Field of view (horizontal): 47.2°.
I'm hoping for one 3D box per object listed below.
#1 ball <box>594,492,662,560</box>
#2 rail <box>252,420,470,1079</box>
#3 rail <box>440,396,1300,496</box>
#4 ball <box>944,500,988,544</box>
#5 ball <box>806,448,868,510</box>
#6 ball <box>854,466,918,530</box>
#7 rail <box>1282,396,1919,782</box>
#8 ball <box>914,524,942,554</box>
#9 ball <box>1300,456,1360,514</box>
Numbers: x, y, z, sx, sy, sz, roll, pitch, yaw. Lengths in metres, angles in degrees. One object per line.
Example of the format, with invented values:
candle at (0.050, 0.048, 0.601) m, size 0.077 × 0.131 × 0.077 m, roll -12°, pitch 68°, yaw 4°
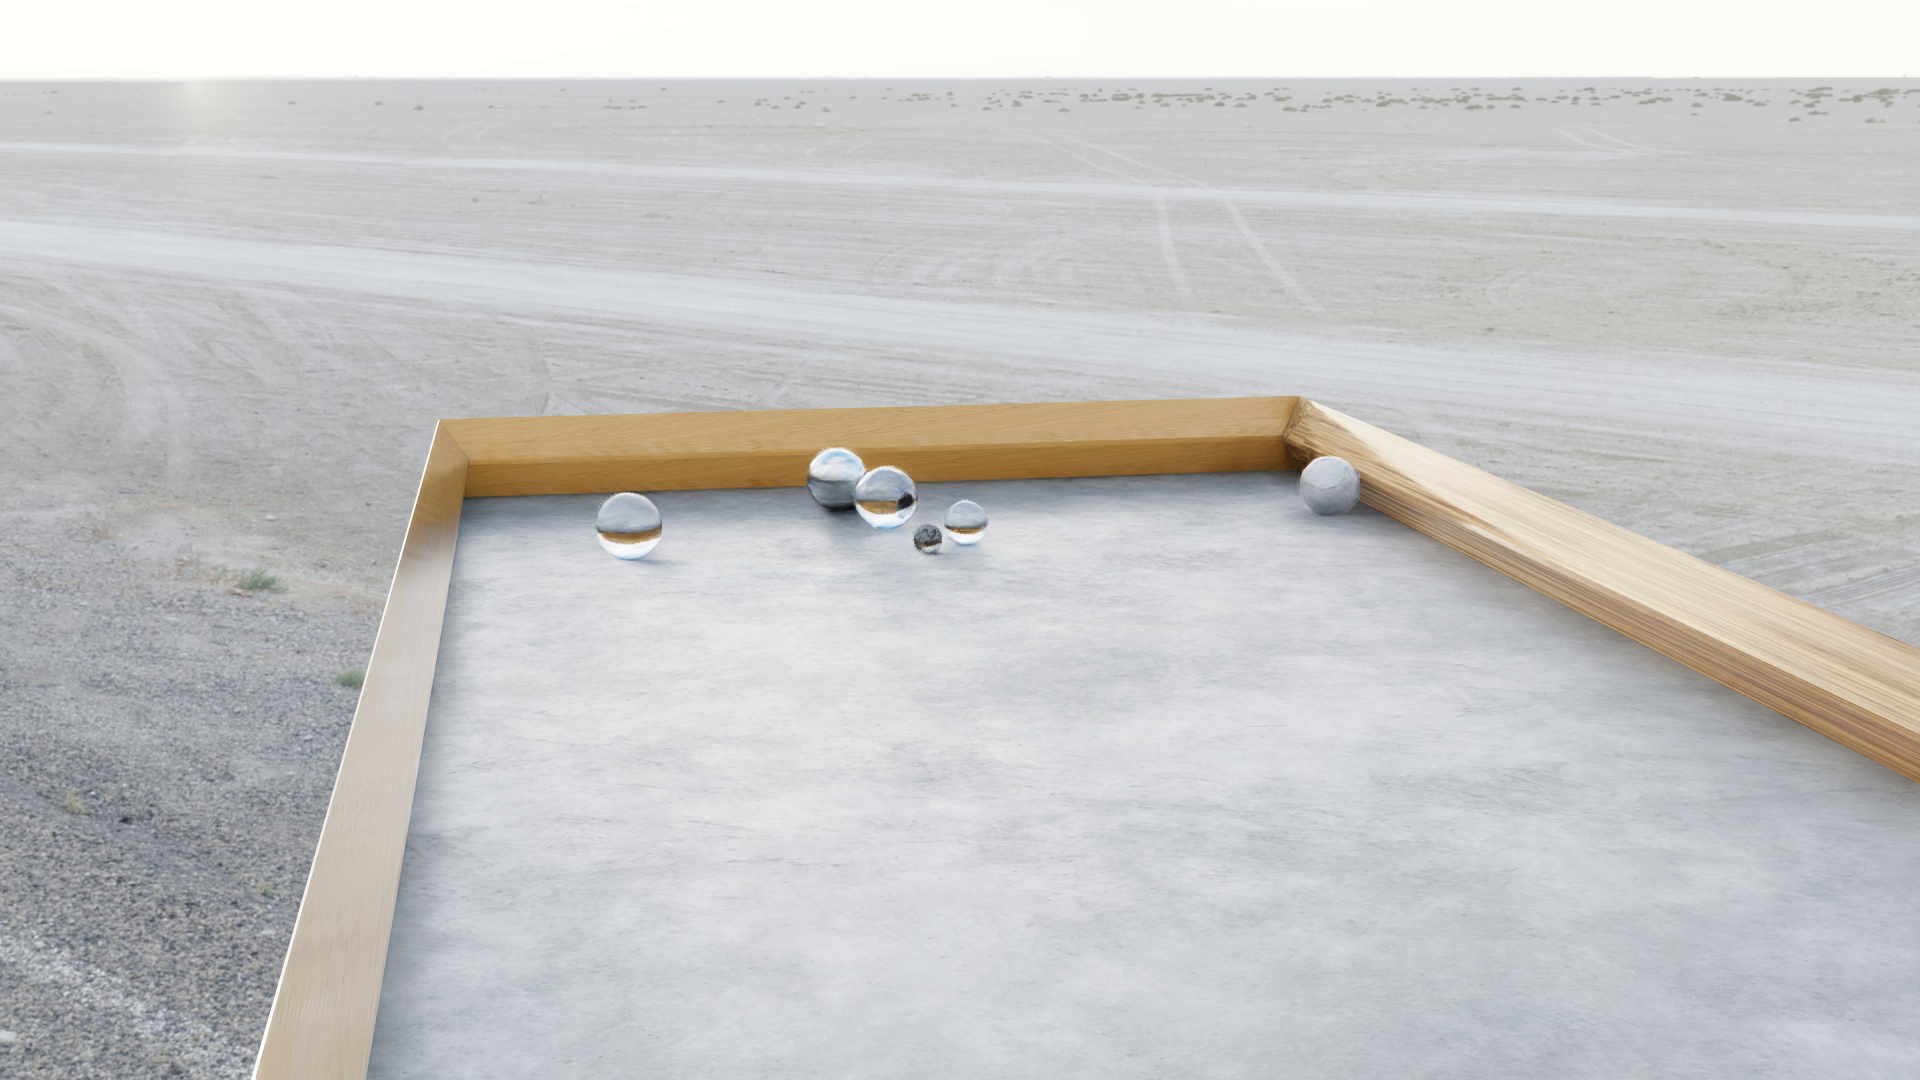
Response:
ball at (-0.448, -0.018, 2.972) m, size 0.090 × 0.090 × 0.090 m, roll 0°, pitch 12°, yaw 0°
rail at (-0.542, 0.131, 2.168) m, size 0.045 × 0.122 × 2.594 m, roll -2°, pitch 12°, yaw -11°
rail at (-0.117, -0.148, 3.517) m, size 1.397 × 0.122 × 0.045 m, roll -2°, pitch 12°, yaw -11°
ball at (0.008, -0.024, 3.071) m, size 0.061 × 0.061 × 0.061 m, roll 0°, pitch 12°, yaw 0°
ball at (-0.185, -0.092, 3.316) m, size 0.094 × 0.094 × 0.094 m, roll 0°, pitch 12°, yaw 0°
ball at (-0.107, -0.060, 3.173) m, size 0.091 × 0.091 × 0.091 m, roll 0°, pitch 12°, yaw 0°
rail at (0.784, 0.080, 2.415) m, size 0.045 × 0.122 × 2.594 m, roll -2°, pitch 12°, yaw -11°
ball at (-0.044, -0.002, 3.017) m, size 0.040 × 0.040 × 0.040 m, roll 0°, pitch 12°, yaw 0°
ball at (0.551, -0.082, 3.283) m, size 0.088 × 0.088 × 0.088 m, roll 0°, pitch 12°, yaw 0°
